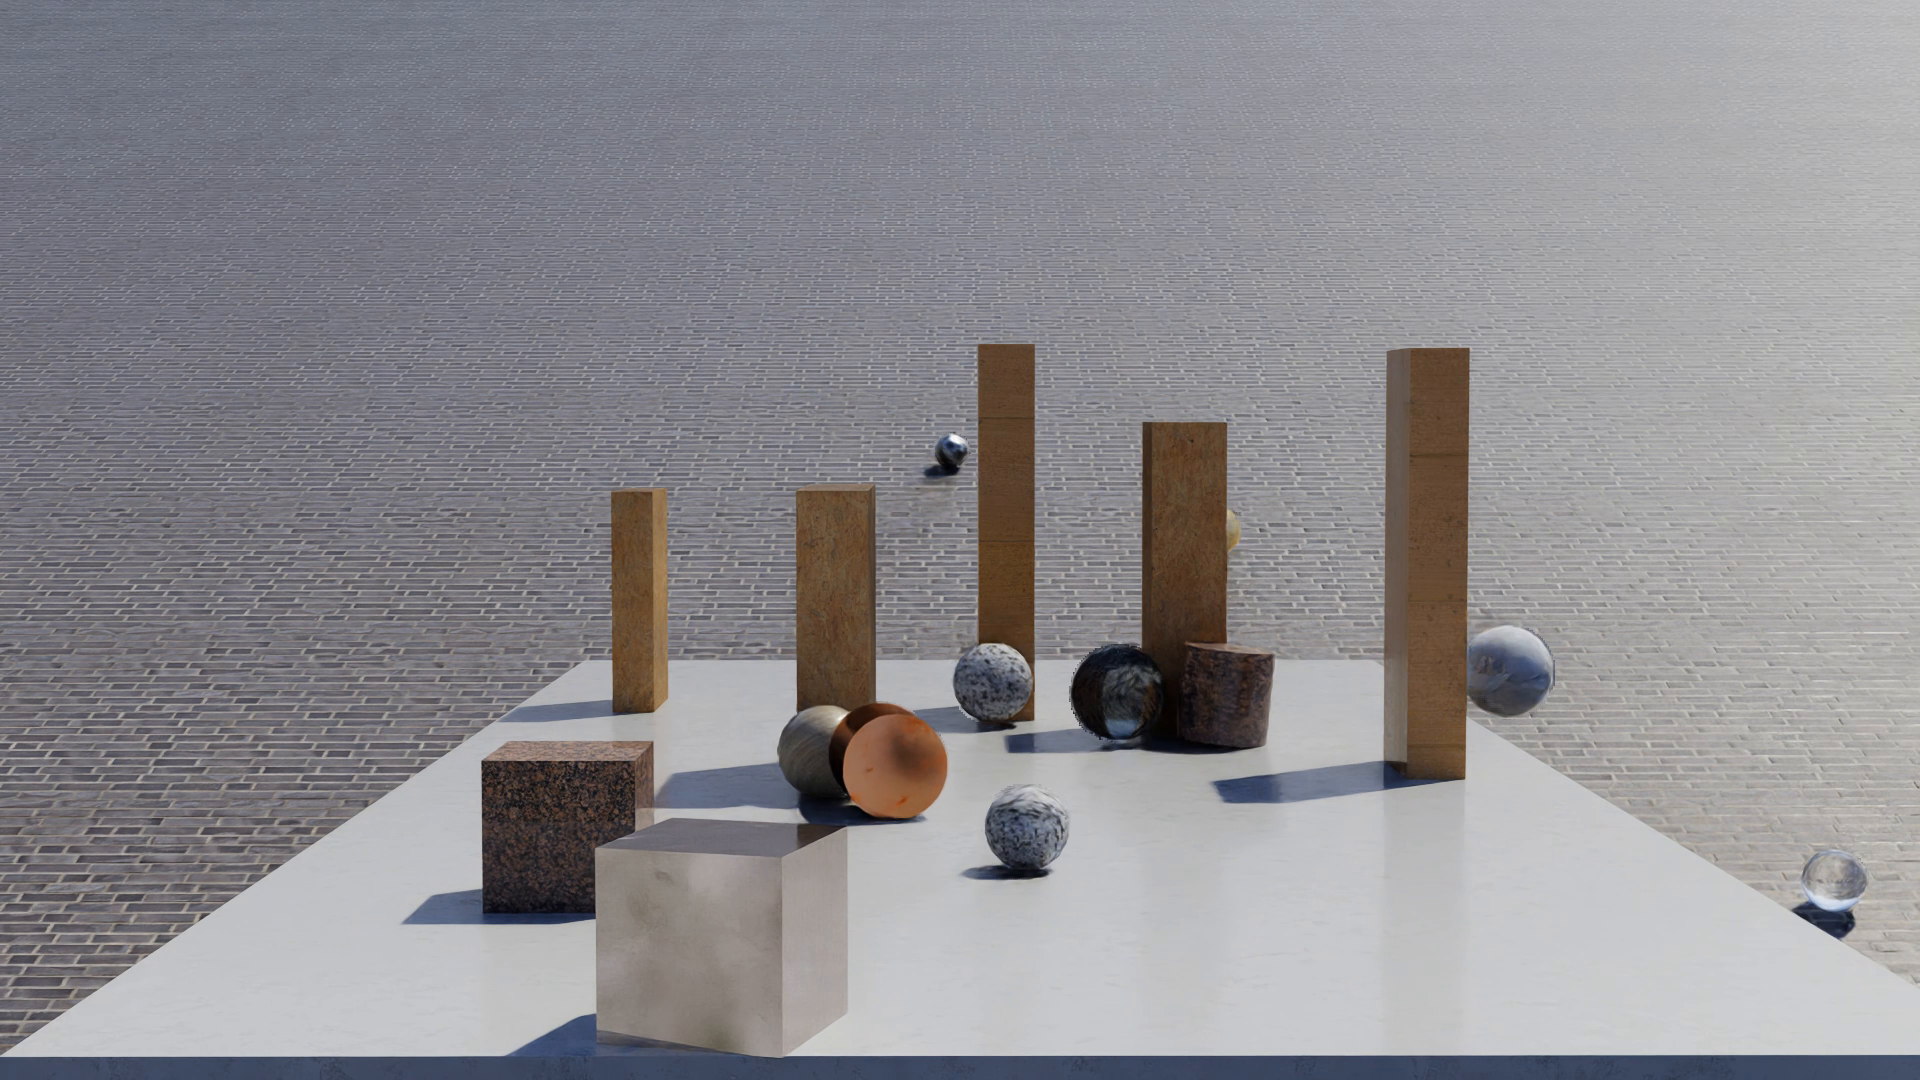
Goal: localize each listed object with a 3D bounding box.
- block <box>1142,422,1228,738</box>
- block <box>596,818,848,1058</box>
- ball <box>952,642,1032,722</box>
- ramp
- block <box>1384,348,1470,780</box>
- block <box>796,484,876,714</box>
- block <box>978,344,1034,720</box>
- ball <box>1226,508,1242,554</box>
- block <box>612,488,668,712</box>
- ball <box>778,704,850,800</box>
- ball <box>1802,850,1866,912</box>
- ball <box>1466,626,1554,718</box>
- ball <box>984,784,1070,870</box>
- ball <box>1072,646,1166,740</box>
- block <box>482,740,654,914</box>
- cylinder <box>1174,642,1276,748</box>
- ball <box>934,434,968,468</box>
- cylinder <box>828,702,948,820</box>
[{"bbox_3d":[0.442,0.072,5.093,0.144,0.610,0.256,0,3,0],"label":"block"},{"bbox_3d":[-0.241,0.403,2.642,0.199,0.199,0.199,1,3,16],"label":"block"},{"bbox_3d":[0.066,0.286,5.173,0.160,0.160,0.160,0,22,0],"label":"ball"},{"bbox_3d":[0.050,0.456,4.533,2.000,0.100,4.000,0,3,0],"label":"ramp"},{"bbox_3d":[0.818,0.036,4.523,0.101,0.740,0.242,0,3,0],"label":"block"},{"bbox_3d":[-0.212,0.159,4.470,0.119,0.501,0.401,0,3,0],"label":"block"},{"bbox_3d":[0.095,-0.022,5.385,0.114,0.768,0.294,0,3,0],"label":"block"},{"bbox_3d":[0.739,-0.027,7.421,0.144,0.144,0.144,0,22,0],"label":"ball"},{"bbox_3d":[-0.687,0.124,5.525,0.087,0.464,0.269,0,3,0],"label":"block"},{"bbox_3d":[-0.221,0.346,4.201,0.154,0.154,0.154,0,22,0],"label":"ball"},{"bbox_3d":[1.879,0.733,5.529,0.134,0.134,0.134,0,22,0],"label":"ball"},{"bbox_3d":[1.201,0.289,5.652,0.201,0.201,0.201,0,22,0],"label":"ball"},{"bbox_3d":[0.093,0.397,3.554,0.118,0.118,0.118,0,22,0],"label":"ball"},{"bbox_3d":[0.303,0.292,4.912,0.181,0.181,0.181,0,22,0],"label":"ball"},{"bbox_3d":[-0.506,0.370,3.341,0.194,0.194,0.194,0,3,0],"label":"block"},{"bbox_3d":[0.504,0.292,4.887,0.176,0.176,0.176,5,3,0],"label":"cylinder"},{"bbox_3d":[-0.027,-0.281,8.109,0.105,0.105,0.105,0,22,0],"label":"ball"},{"bbox_3d":[-0.115,0.348,4.058,0.165,0.165,0.165,-4,4,-10],"label":"cylinder"}]
